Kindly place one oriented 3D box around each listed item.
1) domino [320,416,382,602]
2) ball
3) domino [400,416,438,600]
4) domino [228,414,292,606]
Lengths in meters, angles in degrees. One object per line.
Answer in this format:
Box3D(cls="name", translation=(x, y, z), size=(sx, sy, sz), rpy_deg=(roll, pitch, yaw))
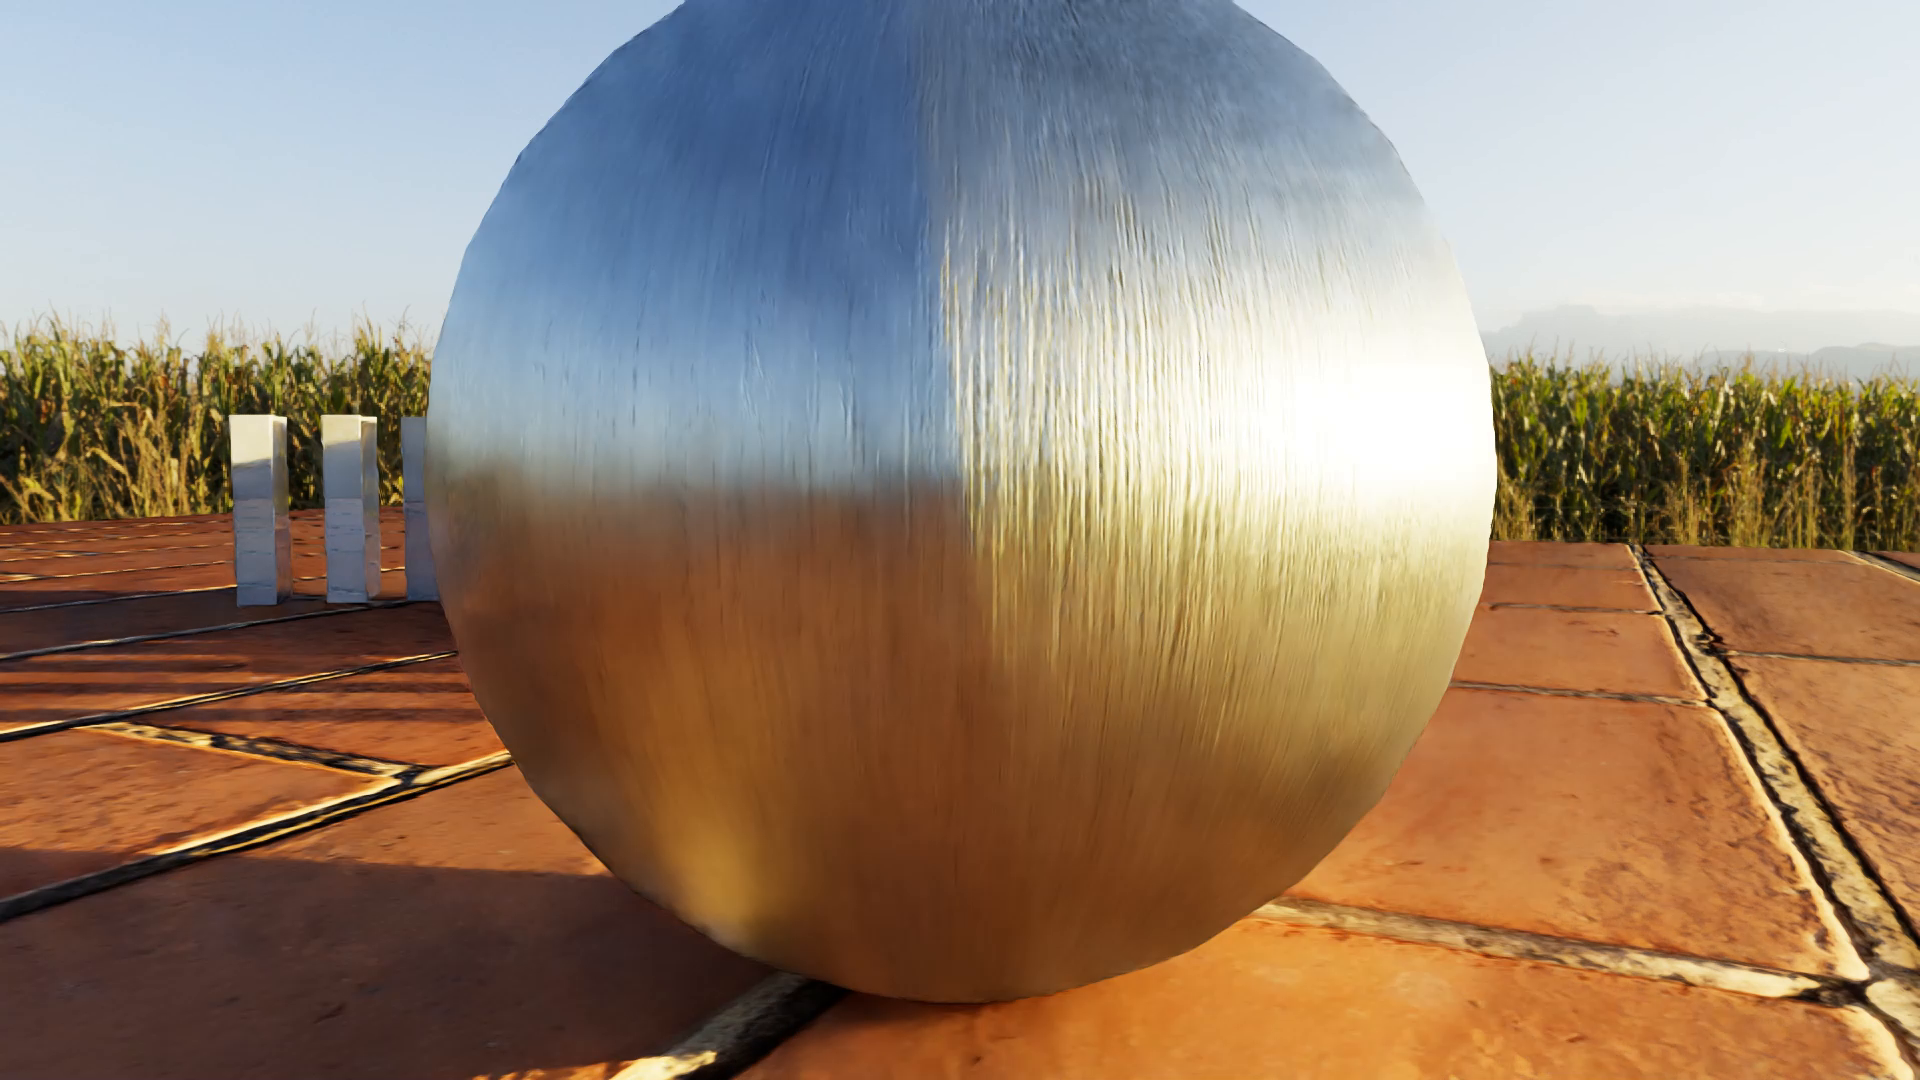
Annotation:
Box3D(cls="domino", translation=(-0.168, -0.009, 0.355), size=(0.009, 0.050, 0.025), rpy_deg=(-1, 4, -15))
Box3D(cls="ball", translation=(0.000, -0.005, 0.103), size=(0.080, 0.080, 0.080), rpy_deg=(0, 4, 0))
Box3D(cls="domino", translation=(-0.146, -0.009, 0.359), size=(0.009, 0.050, 0.025), rpy_deg=(0, 4, -3))
Box3D(cls="domino", translation=(-0.189, -0.009, 0.348), size=(0.010, 0.050, 0.025), rpy_deg=(-1, 5, -19))
